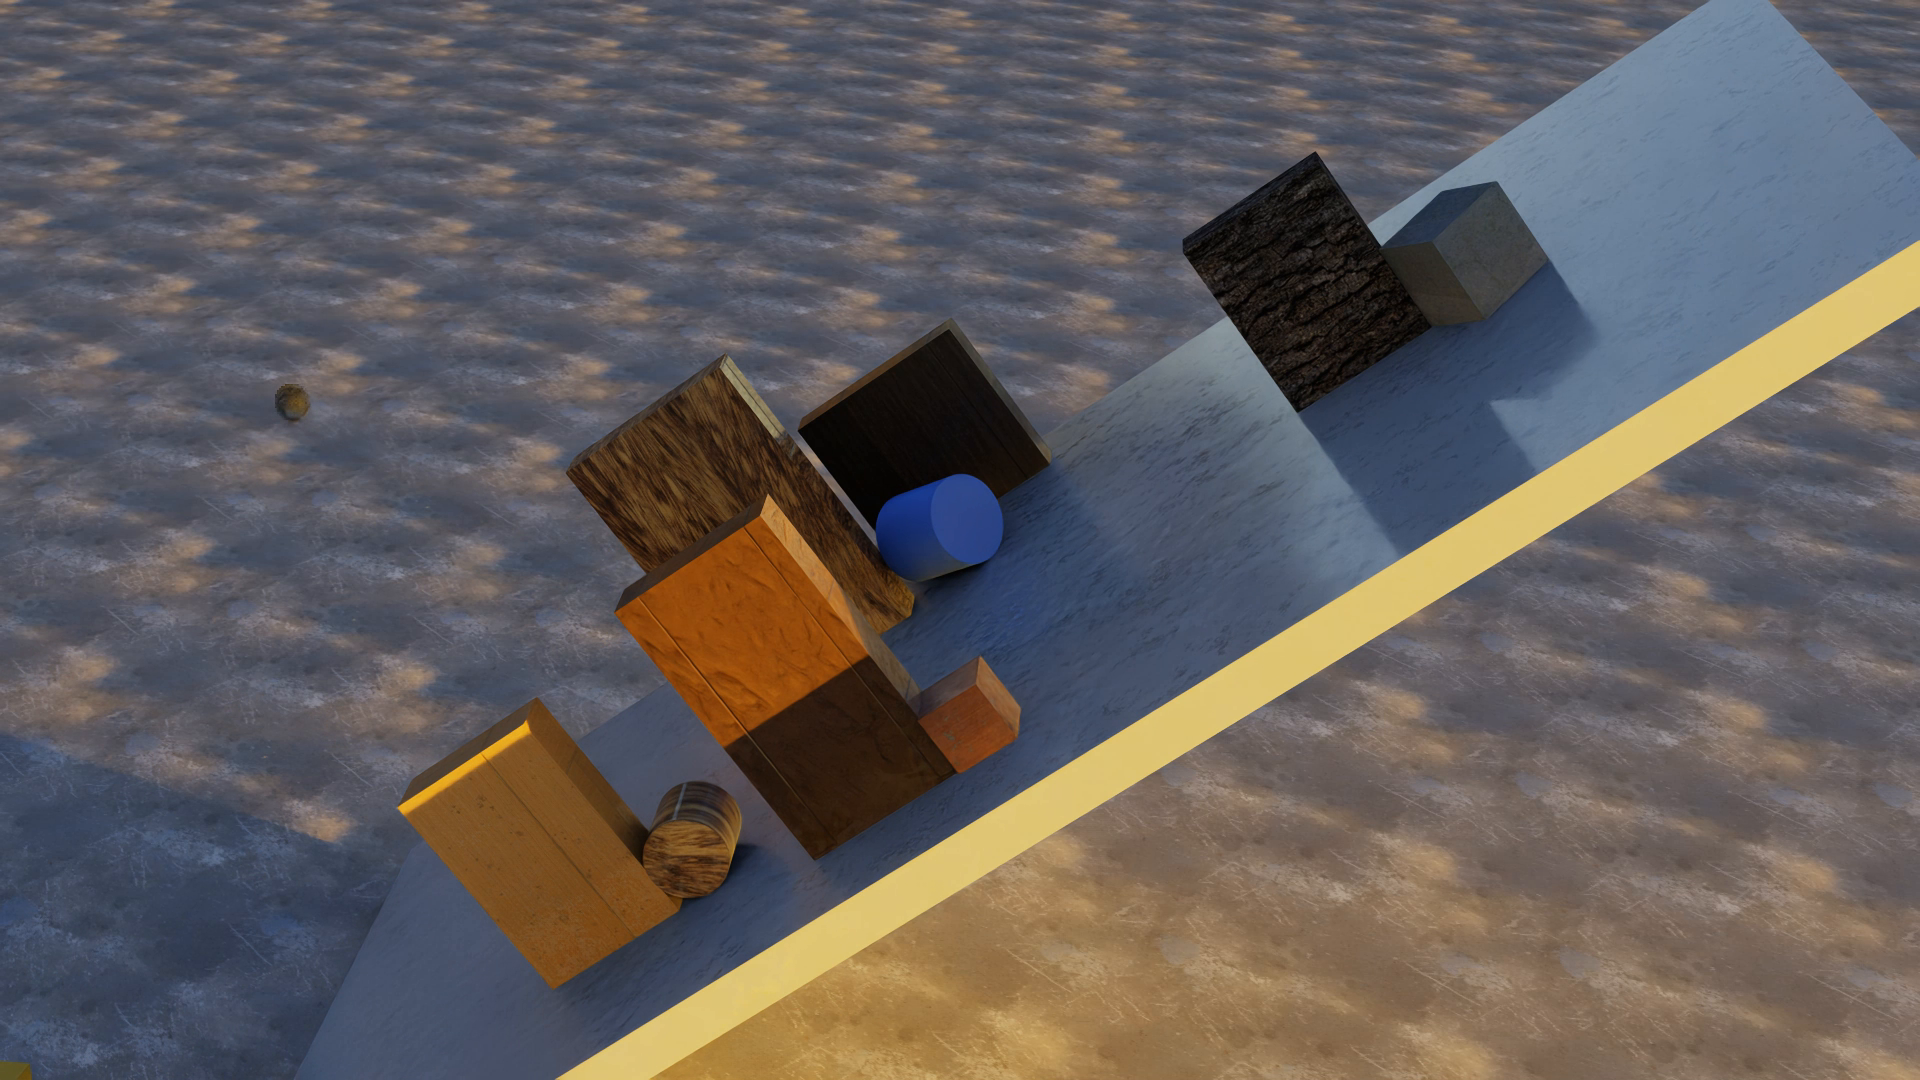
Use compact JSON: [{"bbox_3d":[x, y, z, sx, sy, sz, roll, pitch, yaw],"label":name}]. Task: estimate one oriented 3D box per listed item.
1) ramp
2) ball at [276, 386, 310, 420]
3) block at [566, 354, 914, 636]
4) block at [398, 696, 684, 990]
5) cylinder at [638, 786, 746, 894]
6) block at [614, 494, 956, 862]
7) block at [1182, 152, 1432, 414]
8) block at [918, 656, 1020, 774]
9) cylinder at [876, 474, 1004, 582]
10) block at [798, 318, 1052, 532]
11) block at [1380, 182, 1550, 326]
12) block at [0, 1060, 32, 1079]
[{"bbox_3d":[0.134,0.175,6.311,4.000,0.100,2.000,-33,16,15],"label":"ramp"},{"bbox_3d":[-2.530,-0.520,11.156,0.126,0.126,0.126,0,22,0],"label":"ball"},{"bbox_3d":[-0.495,-0.009,6.690,0.439,0.718,0.105,-33,16,15],"label":"block"},{"bbox_3d":[-0.851,0.625,6.034,0.334,0.507,0.129,-33,16,15],"label":"block"},{"bbox_3d":[-0.547,0.612,6.022,0.177,0.177,0.177,4,12,11],"label":"cylinder"},{"bbox_3d":[-0.324,0.269,5.656,0.350,0.636,0.116,-33,16,15],"label":"block"},{"bbox_3d":[0.716,-0.531,6.084,0.329,0.423,0.099,-33,16,15],"label":"block"},{"bbox_3d":[0.019,0.335,5.653,0.137,0.137,0.137,-33,16,15],"label":"block"},{"bbox_3d":[-0.047,-0.027,6.714,0.208,0.208,0.208,-20,1,-40],"label":"cylinder"},{"bbox_3d":[-0.083,-0.236,7.019,0.445,0.410,0.091,-33,16,15],"label":"block"},{"bbox_3d":[1.022,-0.580,5.973,0.199,0.199,0.199,-42,16,-18],"label":"block"},{"bbox_3d":[-2.188,1.285,6.554,0.181,0.181,0.181,3,22,8],"label":"block"}]
